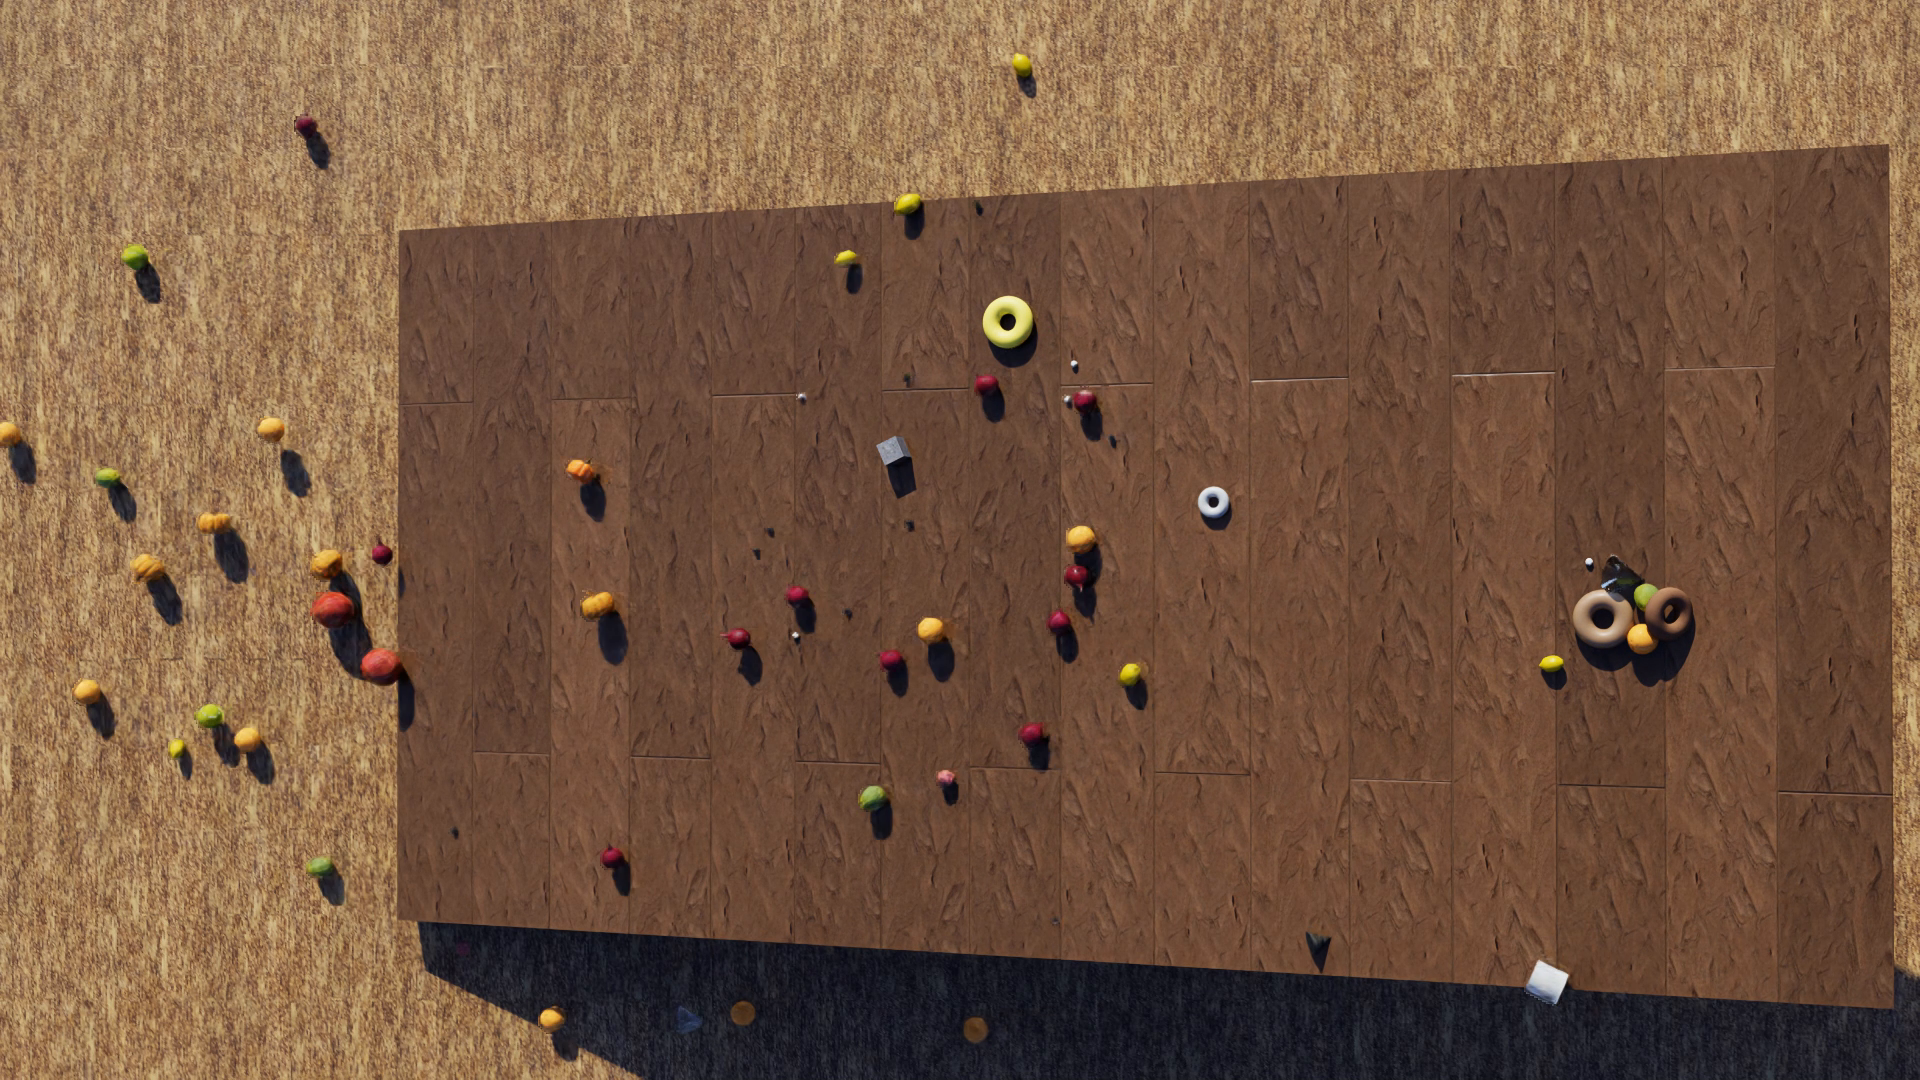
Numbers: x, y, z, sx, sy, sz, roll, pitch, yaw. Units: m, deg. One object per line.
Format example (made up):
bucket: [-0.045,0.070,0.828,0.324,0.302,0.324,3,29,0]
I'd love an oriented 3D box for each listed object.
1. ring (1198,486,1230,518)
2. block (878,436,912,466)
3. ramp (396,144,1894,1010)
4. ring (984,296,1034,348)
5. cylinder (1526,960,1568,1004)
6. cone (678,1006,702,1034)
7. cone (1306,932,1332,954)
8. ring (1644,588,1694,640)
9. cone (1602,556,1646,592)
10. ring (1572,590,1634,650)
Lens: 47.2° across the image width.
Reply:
ring: [0.645,-0.095,5.588,0.081,0.027,0.081,-1,88,19]
block: [-0.176,-0.236,5.855,0.059,0.059,0.059,-26,81,17]
ramp: [0.278,0.091,5.778,4.000,0.100,2.000,0,89,19]
ring: [0.126,-0.571,5.763,0.137,0.046,0.137,0,91,19]
cylinder: [1.411,1.062,5.283,0.078,0.078,0.078,24,89,18]
cone: [-0.807,1.392,6.438,0.077,0.077,0.077,-29,63,0]
cone: [0.900,0.998,5.487,0.057,0.057,0.057,-15,89,-9]
ring: [1.675,0.175,5.198,0.128,0.043,0.128,-2,97,-20]
cone: [1.596,0.090,5.253,0.090,0.090,0.090,11,89,-8]
ring: [1.541,0.190,5.267,0.144,0.048,0.144,0,89,20]
